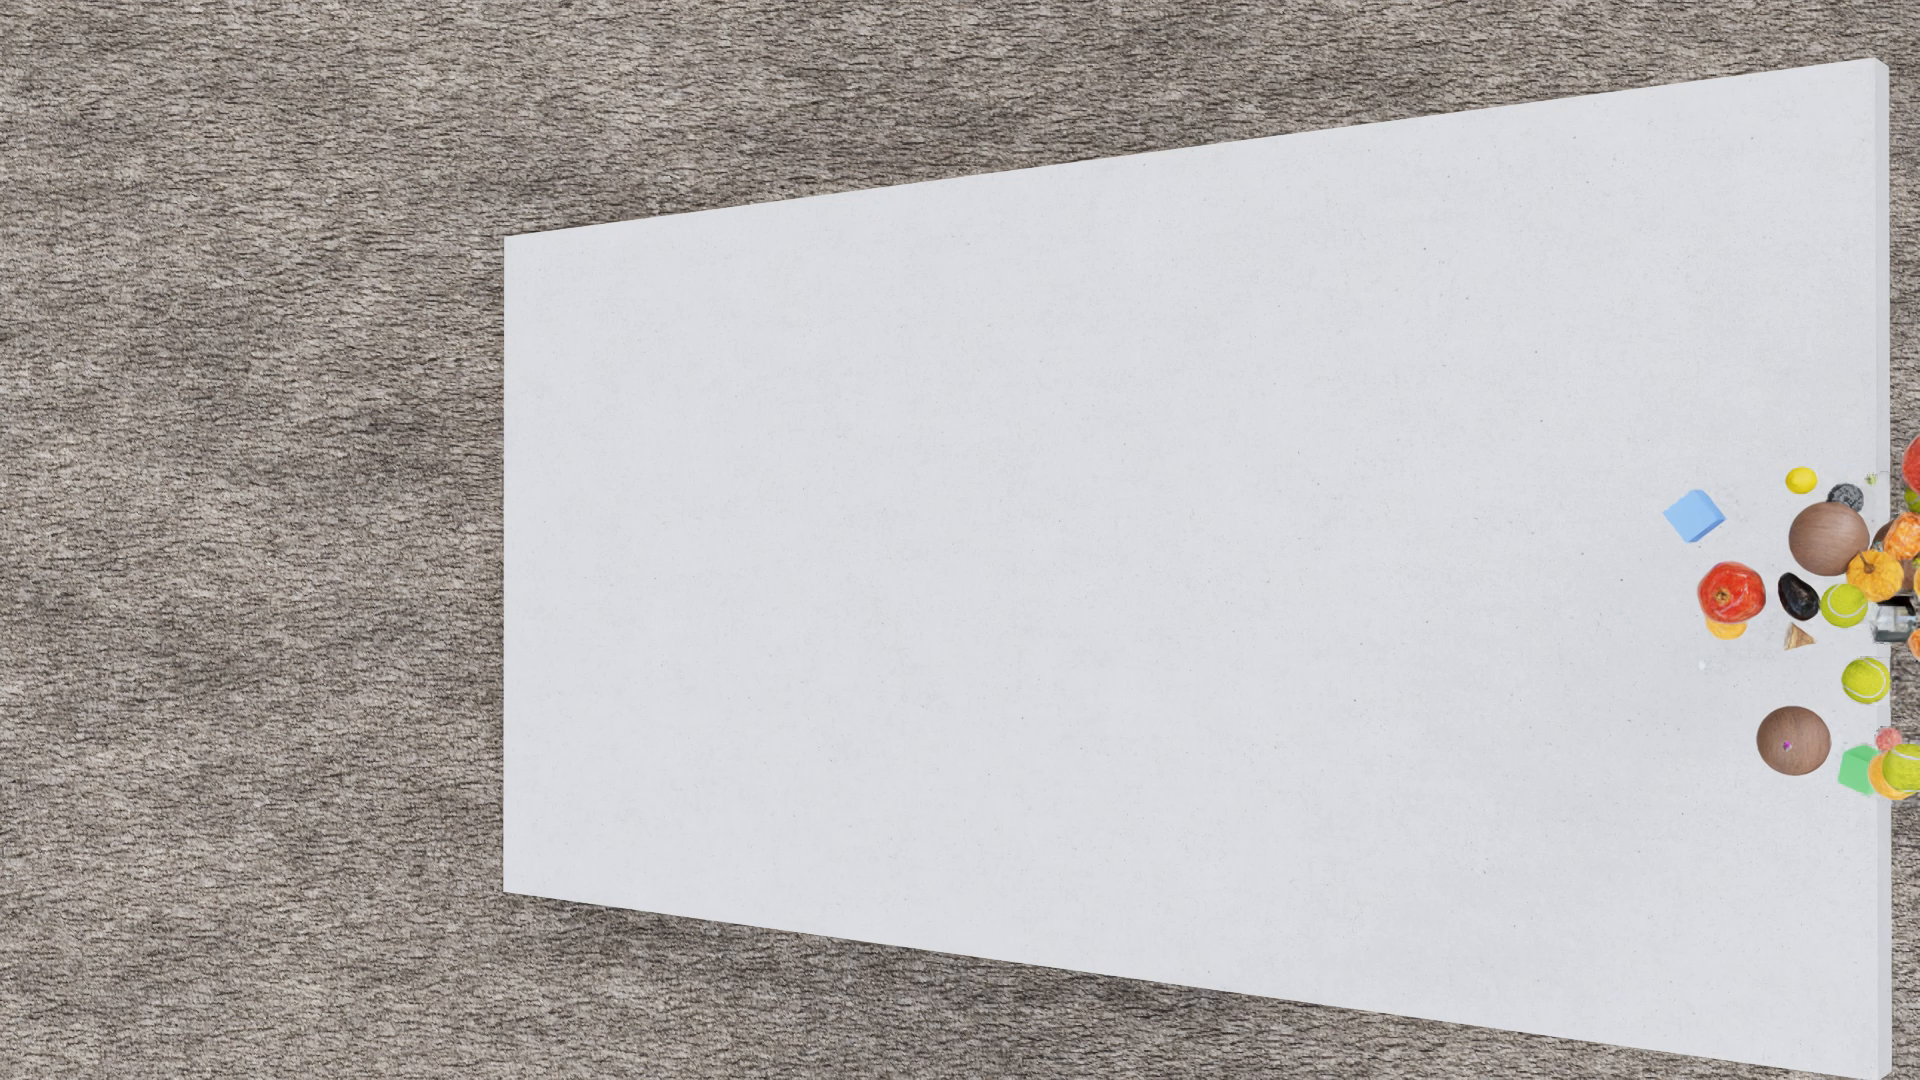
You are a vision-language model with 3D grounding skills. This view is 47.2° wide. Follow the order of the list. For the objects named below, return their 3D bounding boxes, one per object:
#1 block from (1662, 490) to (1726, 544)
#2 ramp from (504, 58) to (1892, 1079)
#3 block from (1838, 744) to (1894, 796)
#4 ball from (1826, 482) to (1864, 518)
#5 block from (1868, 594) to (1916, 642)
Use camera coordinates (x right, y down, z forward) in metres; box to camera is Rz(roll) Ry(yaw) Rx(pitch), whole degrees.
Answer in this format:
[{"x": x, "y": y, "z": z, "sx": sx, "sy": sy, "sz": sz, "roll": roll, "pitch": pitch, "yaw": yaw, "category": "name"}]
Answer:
[{"x": 1.332, "y": -0.043, "z": 3.986, "sx": 0.069, "sy": 0.069, "sz": 0.069, "roll": -43, "pitch": 69, "yaw": 26, "category": "block"}, {"x": 0.229, "y": 0.065, "z": 5.547, "sx": 4.000, "sy": 0.100, "sz": 2.000, "roll": 0, "pitch": 89, "yaw": 37, "category": "ramp"}, {"x": 1.488, "y": 0.378, "z": 3.615, "sx": 0.056, "sy": 0.056, "sz": 0.056, "roll": -11, "pitch": 115, "yaw": -34, "category": "block"}, {"x": 1.687, "y": -0.076, "z": 4.191, "sx": 0.066, "sy": 0.066, "sz": 0.066, "roll": 0, "pitch": 90, "yaw": 0, "category": "ball"}, {"x": 1.687, "y": 0.142, "z": 3.980, "sx": 0.060, "sy": 0.060, "sz": 0.060, "roll": 1, "pitch": 127, "yaw": 8, "category": "block"}]
